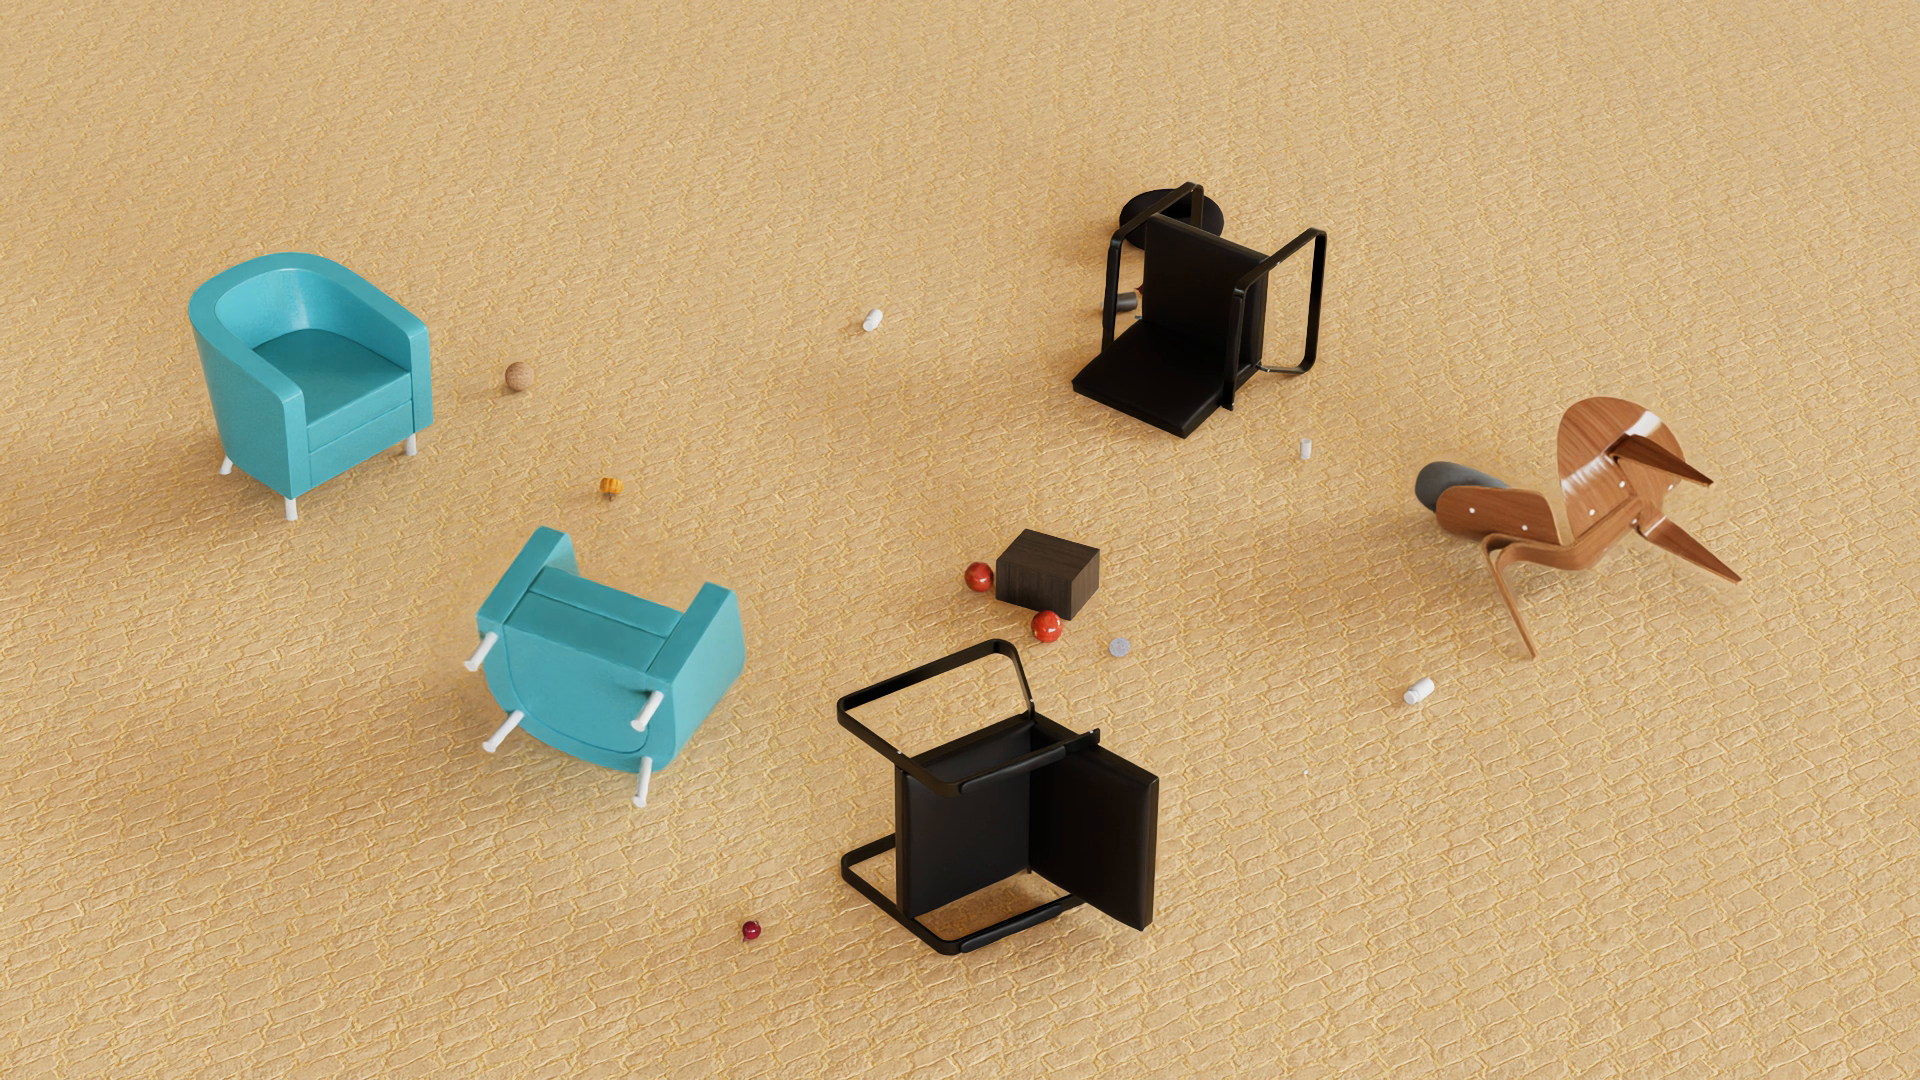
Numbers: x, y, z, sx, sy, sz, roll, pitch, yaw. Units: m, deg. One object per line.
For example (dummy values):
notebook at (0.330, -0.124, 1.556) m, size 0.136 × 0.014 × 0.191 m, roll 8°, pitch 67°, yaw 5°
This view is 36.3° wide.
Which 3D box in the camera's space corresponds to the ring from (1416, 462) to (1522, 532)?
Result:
ring at (1.883, -0.158, 10.857) m, size 0.405 × 0.165 × 0.484 m, roll 24°, pitch -3°, yaw -6°

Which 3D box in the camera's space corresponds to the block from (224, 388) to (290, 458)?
block at (-2.754, -0.459, 11.477) m, size 0.180 × 0.181 × 0.146 m, roll 22°, pitch 39°, yaw 30°

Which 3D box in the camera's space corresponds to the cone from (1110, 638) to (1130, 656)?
cone at (0.550, 0.376, 10.347) m, size 0.080 × 0.067 × 0.063 m, roll -7°, pitch 5°, yaw -22°

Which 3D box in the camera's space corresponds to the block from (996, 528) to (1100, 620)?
block at (0.317, 0.124, 10.603) m, size 0.301 × 0.169 × 0.238 m, roll 16°, pitch 37°, yaw 23°

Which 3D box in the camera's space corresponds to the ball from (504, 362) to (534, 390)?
ball at (-1.779, -0.661, 11.841) m, size 0.118 × 0.118 × 0.118 m, roll 0°, pitch 33°, yaw 0°

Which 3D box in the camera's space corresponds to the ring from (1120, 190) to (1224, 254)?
ring at (0.934, -1.405, 12.934) m, size 0.463 × 0.159 × 0.459 m, roll 3°, pitch 32°, yaw 6°
